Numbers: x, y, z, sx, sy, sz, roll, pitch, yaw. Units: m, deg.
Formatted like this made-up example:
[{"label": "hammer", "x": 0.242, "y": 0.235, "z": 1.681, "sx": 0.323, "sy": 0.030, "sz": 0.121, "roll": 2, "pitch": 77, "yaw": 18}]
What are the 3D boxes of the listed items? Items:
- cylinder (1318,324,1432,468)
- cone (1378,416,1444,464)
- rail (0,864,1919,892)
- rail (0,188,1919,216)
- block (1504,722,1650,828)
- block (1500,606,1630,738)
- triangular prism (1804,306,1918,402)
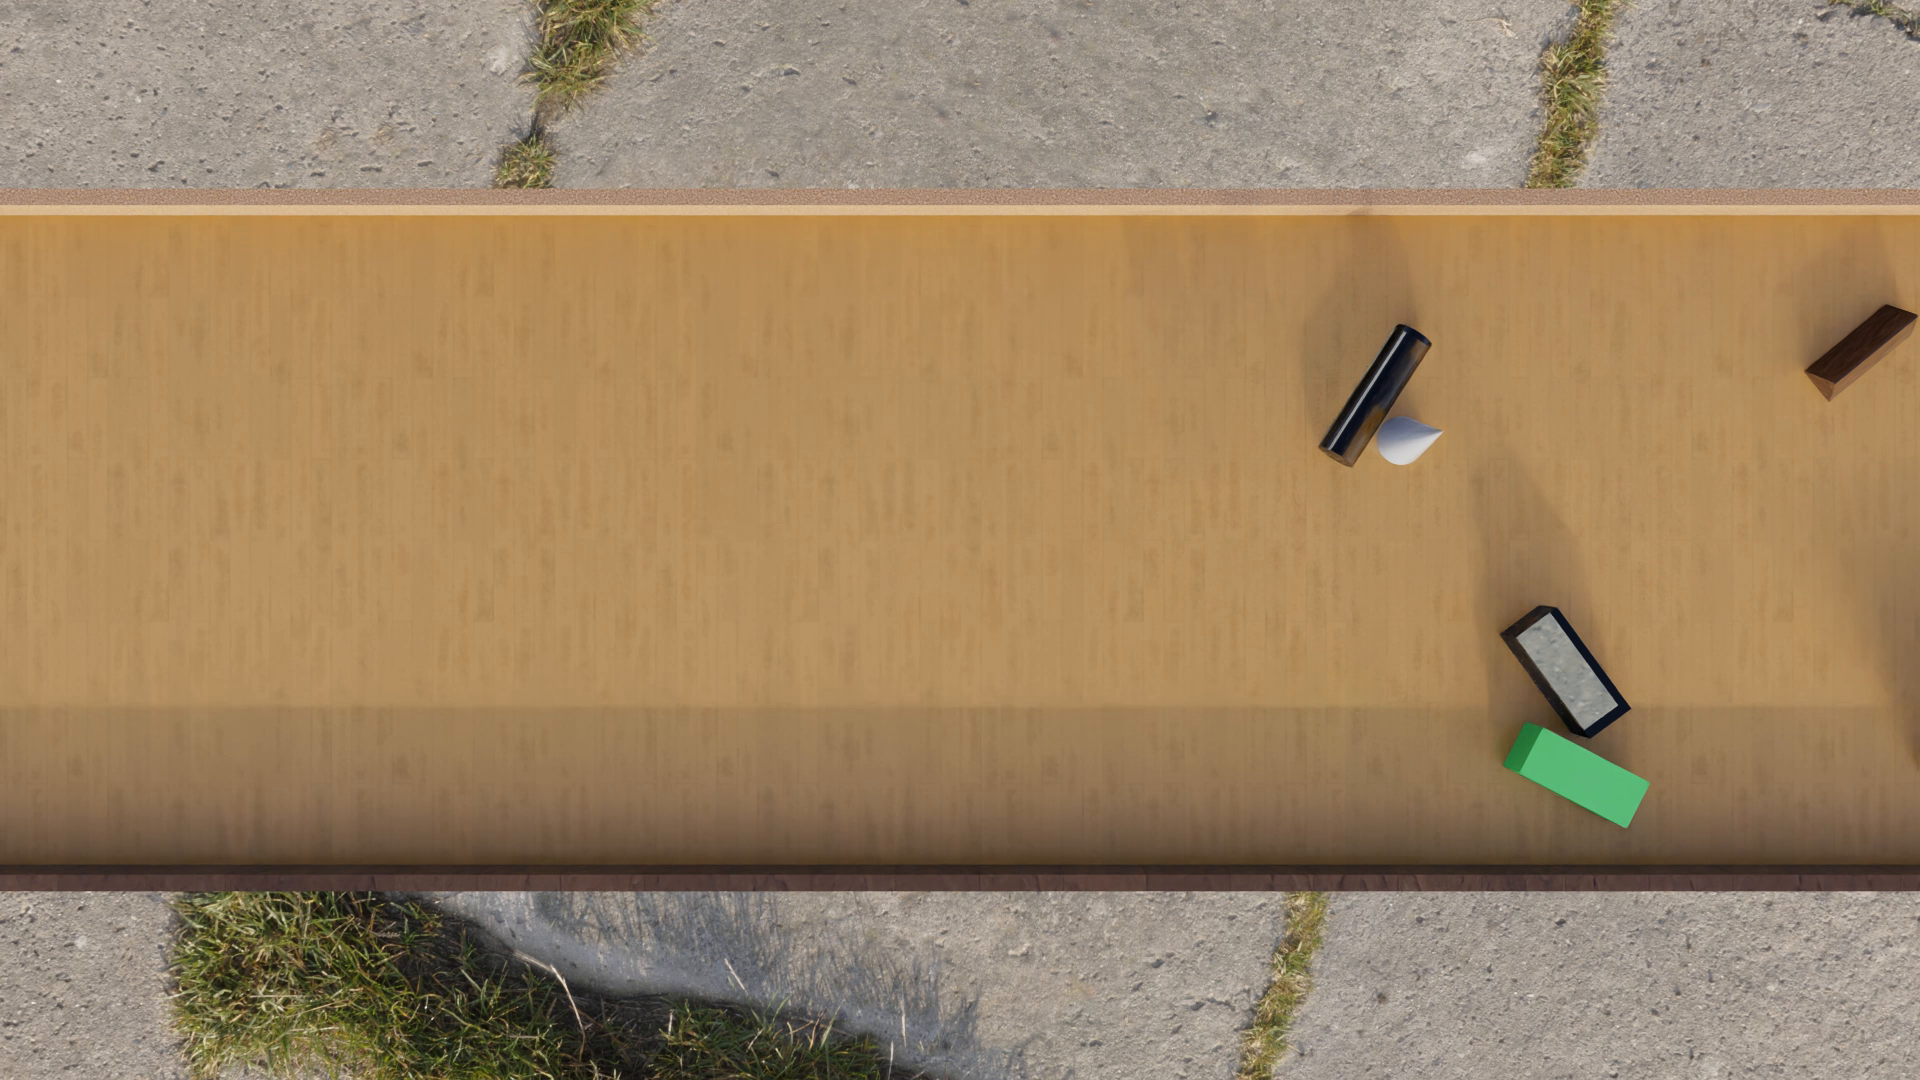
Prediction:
[{"label": "cylinder", "x": 1.261, "y": -0.438, "z": 5.015, "sx": 0.123, "sy": 0.123, "sz": 0.440, "roll": 33, "pitch": 90, "yaw": 0}, {"label": "cone", "x": 1.360, "y": -0.306, "z": 4.856, "sx": 0.150, "sy": 0.440, "sz": 0.150, "roll": 0, "pitch": 90, "yaw": 0}, {"label": "rail", "x": -2.247, "y": 1.025, "z": 5.001, "sx": 12.000, "sy": 0.150, "sz": 0.050, "roll": 0, "pitch": 90, "yaw": 0}, {"label": "rail", "x": -2.247, "y": -1.025, "z": 5.002, "sx": 12.000, "sy": 0.150, "sz": 0.050, "roll": 0, "pitch": 90, "yaw": 0}, {"label": "block", "x": 1.866, "y": 0.710, "z": 5.000, "sx": 0.361, "sy": 0.153, "sz": 0.153, "roll": 27, "pitch": 90, "yaw": 0}, {"label": "block", "x": 1.832, "y": 0.397, "z": 5.000, "sx": 0.152, "sy": 0.152, "sz": 0.375, "roll": -36, "pitch": 90, "yaw": 0}, {"label": "triangular prism", "x": 2.760, "y": -0.575, "z": 5.022, "sx": 0.324, "sy": 0.104, "sz": 0.120, "roll": -39, "pitch": 90, "yaw": 0}]
